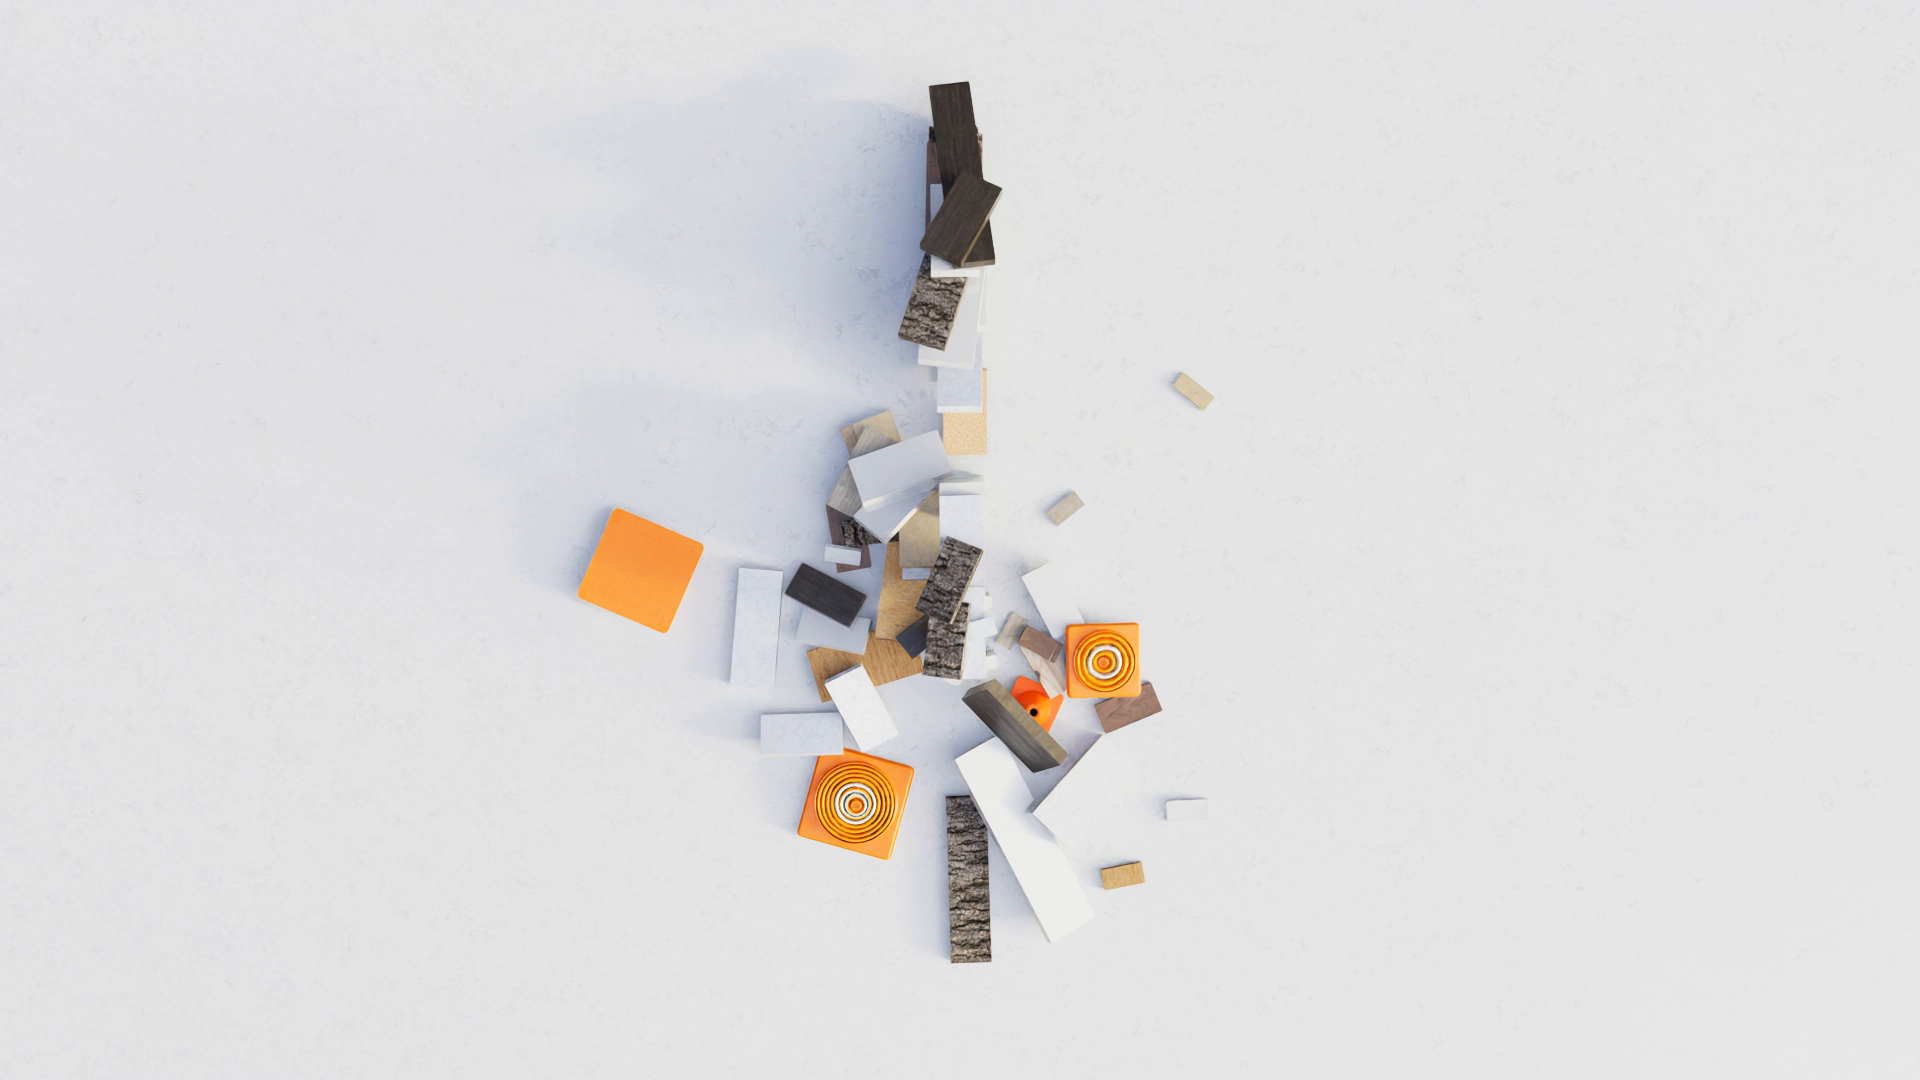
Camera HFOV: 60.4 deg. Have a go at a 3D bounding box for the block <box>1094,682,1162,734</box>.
[{"bbox_3d":[0.559,0.558,5.486,0.204,0.029,0.102,-23,90,0],"label":"block"}]

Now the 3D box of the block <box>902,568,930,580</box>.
[{"bbox_3d":[-0.145,0.041,5.427,0.090,0.026,0.181,-2,80,-2],"label":"block"}]

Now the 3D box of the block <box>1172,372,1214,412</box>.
[{"bbox_3d":[0.777,-0.494,5.492,0.133,0.017,0.059,39,90,0],"label":"block"}]

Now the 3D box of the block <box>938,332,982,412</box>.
[{"bbox_3d":[0.000,-0.549,5.330,0.144,0.041,0.287,0,66,1],"label":"block"}]

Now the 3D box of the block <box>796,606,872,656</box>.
[{"bbox_3d":[-0.416,0.300,5.447,0.230,0.033,0.115,10,72,10],"label":"block"}]

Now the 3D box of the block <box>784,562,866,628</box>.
[{"bbox_3d":[-0.444,0.183,5.447,0.241,0.034,0.121,26,75,10],"label":"block"}]

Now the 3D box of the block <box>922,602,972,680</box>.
[{"bbox_3d":[-0.041,0.308,5.141,0.121,0.034,0.241,7,88,12],"label":"block"}]

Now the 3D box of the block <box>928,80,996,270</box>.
[{"bbox_3d":[0.005,-1.175,5.293,0.134,0.038,0.648,-7,73,-2],"label":"block"}]

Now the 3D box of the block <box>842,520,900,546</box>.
[{"bbox_3d":[-0.293,-0.029,5.411,0.181,0.026,0.090,-6,130,3],"label":"block"}]

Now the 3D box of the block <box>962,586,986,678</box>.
[{"bbox_3d":[0.007,0.291,5.191,0.144,0.041,0.288,-1,90,0],"label":"block"}]

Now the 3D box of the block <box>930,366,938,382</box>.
[{"bbox_3d":[-0.017,-0.683,5.430,0.163,0.046,0.326,0,90,0],"label":"block"}]

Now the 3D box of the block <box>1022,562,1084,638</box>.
[{"bbox_3d":[0.307,0.197,5.455,0.115,0.033,0.230,-27,90,0],"label":"block"}]

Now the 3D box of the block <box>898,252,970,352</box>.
[{"bbox_3d":[-0.077,-0.769,5.263,0.154,0.044,0.308,16,76,4],"label":"block"}]

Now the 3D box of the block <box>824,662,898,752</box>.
[{"bbox_3d":[-0.324,0.554,5.444,0.135,0.038,0.270,-27,105,3],"label":"block"}]

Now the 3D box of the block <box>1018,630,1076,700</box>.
[{"bbox_3d":[0.291,0.414,5.474,0.102,0.029,0.204,-30,86,-6],"label":"block"}]

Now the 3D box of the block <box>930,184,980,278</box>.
[{"bbox_3d":[-0.016,-0.992,5.279,0.154,0.044,0.308,-1,73,0],"label":"block"}]

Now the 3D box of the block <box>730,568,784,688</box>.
[{"bbox_3d":[-0.674,0.292,5.479,0.145,0.041,0.389,4,90,0],"label":"block"}]

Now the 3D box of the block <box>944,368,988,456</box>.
[{"bbox_3d":[0.017,-0.422,5.425,0.144,0.041,0.287,0,113,0],"label":"block"}]

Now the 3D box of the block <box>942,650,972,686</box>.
[{"bbox_3d":[-0.010,0.393,5.163,0.058,0.016,0.116,23,90,0],"label":"block"}]

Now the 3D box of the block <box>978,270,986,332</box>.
[{"bbox_3d":[-0.001,-0.854,5.384,0.175,0.050,0.351,0,76,0],"label":"block"}]

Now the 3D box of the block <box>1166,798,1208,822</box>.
[{"bbox_3d":[0.756,0.899,5.490,0.138,0.020,0.069,-3,90,0],"label":"block"}]

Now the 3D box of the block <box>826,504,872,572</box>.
[{"bbox_3d":[-0.369,-0.013,5.484,0.115,0.033,0.230,-10,90,0],"label":"block"}]

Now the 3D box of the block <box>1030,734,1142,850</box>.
[{"bbox_3d":[0.416,0.831,5.447,0.175,0.050,0.351,43,81,-1],"label":"block"}]

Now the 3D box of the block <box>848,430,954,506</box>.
[{"bbox_3d":[-0.193,-0.234,5.363,0.308,0.044,0.154,-20,72,-3],"label":"block"}]

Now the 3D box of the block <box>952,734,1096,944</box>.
[{"bbox_3d":[0.209,0.984,5.450,0.176,0.050,0.680,-28,90,-18],"label":"block"}]

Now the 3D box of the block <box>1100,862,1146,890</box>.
[{"bbox_3d":[0.542,1.118,5.490,0.138,0.020,0.069,-11,90,0],"label":"block"}]

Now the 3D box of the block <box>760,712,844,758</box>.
[{"bbox_3d":[-0.523,0.645,5.460,0.270,0.038,0.135,-2,72,0],"label":"block"}]

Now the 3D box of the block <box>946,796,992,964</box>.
[{"bbox_3d":[0.029,1.127,5.481,0.135,0.038,0.548,-2,90,0],"label":"block"}]

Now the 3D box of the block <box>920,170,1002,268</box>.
[{"bbox_3d":[0.005,-1.014,5.201,0.145,0.041,0.290,26,74,8],"label":"block"}]

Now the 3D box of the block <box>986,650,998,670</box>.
[{"bbox_3d":[0.047,0.396,5.356,0.144,0.288,0.041,-10,90,0],"label":"block"}]

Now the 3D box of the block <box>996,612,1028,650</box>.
[{"bbox_3d":[0.173,0.303,5.492,0.058,0.016,0.116,31,90,0],"label":"block"}]

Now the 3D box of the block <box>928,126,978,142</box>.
[{"bbox_3d":[-0.021,-1.193,5.431,0.163,0.046,0.326,0,90,0],"label":"block"}]

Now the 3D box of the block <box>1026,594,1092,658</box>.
[{"bbox_3d":[0.330,0.262,5.486,0.102,0.029,0.250,-34,90,0],"label":"block"}]

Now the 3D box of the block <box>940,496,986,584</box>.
[{"bbox_3d":[0.007,0.001,5.200,0.140,0.040,0.280,-1,90,0],"label":"block"}]

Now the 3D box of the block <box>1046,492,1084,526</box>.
[{"bbox_3d":[0.352,-0.104,5.492,0.118,0.017,0.059,-38,90,0],"label":"block"}]

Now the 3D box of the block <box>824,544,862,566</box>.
[{"bbox_3d":[-0.386,0.049,5.443,0.118,0.017,0.059,9,126,0],"label":"block"}]

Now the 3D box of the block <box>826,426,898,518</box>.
[{"bbox_3d":[-0.309,-0.213,5.429,0.145,0.041,0.290,27,90,0],"label":"block"}]

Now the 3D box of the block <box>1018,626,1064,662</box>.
[{"bbox_3d":[0.267,0.344,5.456,0.138,0.020,0.069,28,83,0],"label":"block"}]

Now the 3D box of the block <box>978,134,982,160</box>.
[{"bbox_3d":[-0.006,-1.019,5.477,0.163,0.046,0.654,0,90,0],"label":"block"}]

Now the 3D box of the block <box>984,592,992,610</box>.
[{"bbox_3d":[0.029,0.207,5.356,0.144,0.288,0.041,-11,91,0],"label":"block"}]

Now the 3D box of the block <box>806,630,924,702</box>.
[{"bbox_3d":[-0.313,0.403,5.475,0.354,0.050,0.177,-17,90,0],"label":"block"}]

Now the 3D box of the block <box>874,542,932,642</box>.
[{"bbox_3d":[-0.169,0.160,5.444,0.177,0.050,0.354,7,80,0],"label":"block"}]

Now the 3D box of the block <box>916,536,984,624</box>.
[{"bbox_3d":[-0.032,0.125,5.128,0.121,0.034,0.250,21,80,15],"label":"block"}]

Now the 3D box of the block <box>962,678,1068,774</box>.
[{"bbox_3d":[0.178,0.609,5.384,0.351,0.176,0.050,46,58,-9],"label":"block"}]

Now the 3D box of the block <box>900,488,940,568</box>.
[{"bbox_3d":[-0.132,-0.043,5.408,0.134,0.038,0.268,-1,80,0],"label":"block"}]

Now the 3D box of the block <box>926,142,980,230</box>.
[{"bbox_3d":[-0.023,-1.115,5.369,0.175,0.050,0.351,1,85,0],"label":"block"}]

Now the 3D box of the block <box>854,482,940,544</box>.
[{"bbox_3d":[-0.205,-0.127,5.372,0.134,0.038,0.268,39,76,18],"label":"block"}]

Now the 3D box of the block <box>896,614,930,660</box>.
[{"bbox_3d":[-0.112,0.298,5.381,0.181,0.026,0.090,-38,83,-7],"label":"block"}]

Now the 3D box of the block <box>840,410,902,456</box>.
[{"bbox_3d":[-0.252,-0.233,5.475,0.177,0.050,0.354,-21,90,0],"label":"block"}]

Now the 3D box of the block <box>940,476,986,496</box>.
[{"bbox_3d":[0.007,-0.175,5.355,0.144,0.287,0.041,-2,96,0],"label":"block"}]

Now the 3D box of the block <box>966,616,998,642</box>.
[{"bbox_3d":[0.055,0.281,5.163,0.116,0.016,0.058,-15,90,0],"label":"block"}]

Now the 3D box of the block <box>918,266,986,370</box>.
[{"bbox_3d":[-0.025,-0.732,5.302,0.176,0.050,0.359,6,76,2],"label":"block"}]
